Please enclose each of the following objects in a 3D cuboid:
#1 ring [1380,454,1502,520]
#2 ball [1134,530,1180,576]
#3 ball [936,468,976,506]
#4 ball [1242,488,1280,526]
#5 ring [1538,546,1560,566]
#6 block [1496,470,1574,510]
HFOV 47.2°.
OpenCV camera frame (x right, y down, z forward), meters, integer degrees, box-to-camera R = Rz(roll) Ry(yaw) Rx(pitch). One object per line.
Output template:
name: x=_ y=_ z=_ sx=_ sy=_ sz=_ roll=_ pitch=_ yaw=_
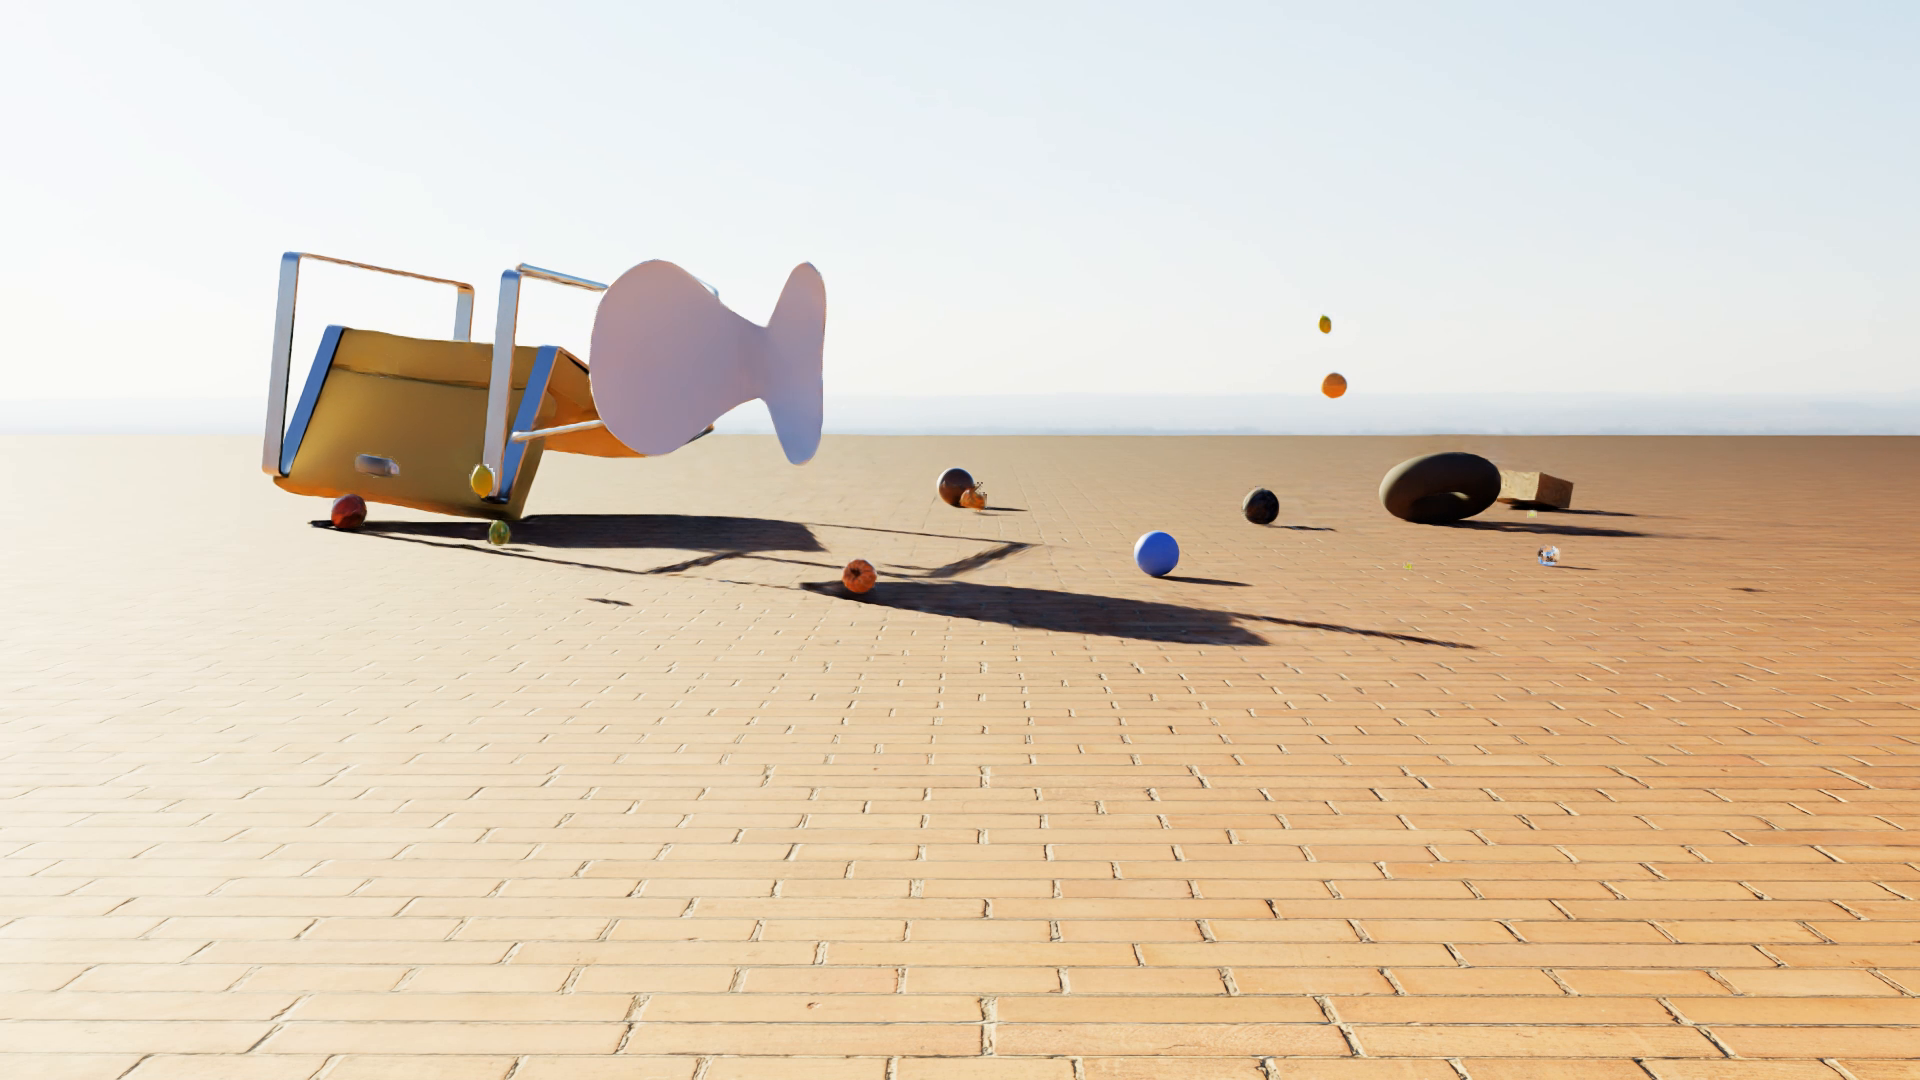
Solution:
ring: x=1.620 y=-0.175 z=7.416 sx=0.391 sy=0.132 sz=0.431 roll=10 pitch=-22 yaw=-22
ball: x=0.473 y=0.032 z=5.278 sx=0.109 sy=0.109 sz=0.109 roll=0 pitch=4 yaw=0
ball: x=-0.015 y=-0.205 z=8.458 sx=0.149 sy=0.149 sz=0.149 roll=0 pitch=4 yaw=0
ball: x=0.993 y=-0.109 z=7.254 sx=0.120 sy=0.120 sz=0.120 roll=0 pitch=4 yaw=0
ring: x=1.495 y=0.040 z=5.584 sx=0.039 sy=0.055 sz=0.049 roll=-10 pitch=36 yaw=-22
block: x=2.129 y=-0.189 z=8.255 sx=0.175 sy=0.104 sz=0.284 roll=13 pitch=-3 yaw=-29
